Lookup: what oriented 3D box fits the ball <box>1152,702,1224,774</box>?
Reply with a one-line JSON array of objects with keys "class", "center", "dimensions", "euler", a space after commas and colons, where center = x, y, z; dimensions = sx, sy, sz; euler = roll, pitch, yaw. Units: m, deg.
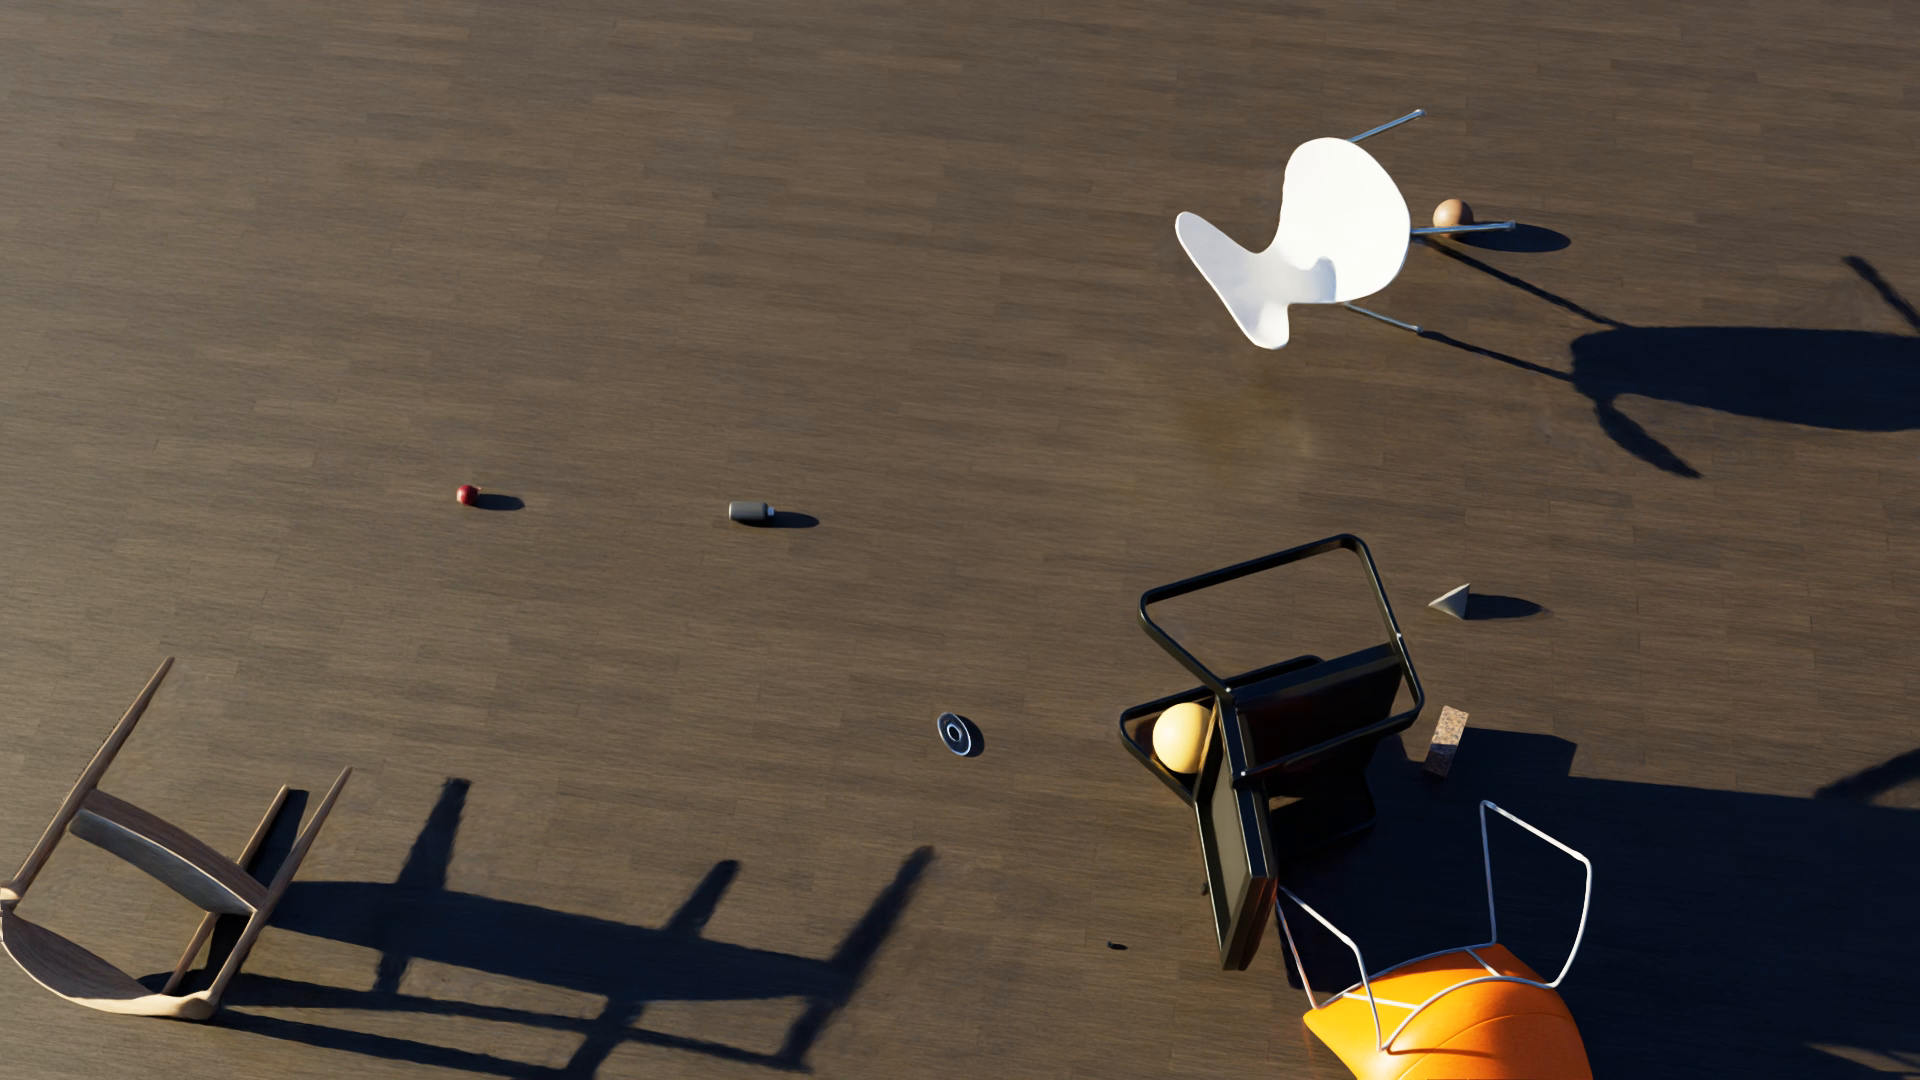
[{"class": "ball", "center": [0.633, 0.549, 6.087], "dimensions": [0.197, 0.197, 0.197], "euler": [0, 56, 0]}]

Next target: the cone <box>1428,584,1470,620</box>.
[{"class": "cone", "center": [1.448, 0.197, 6.417], "dimensions": [0.135, 0.085, 0.086], "euler": [-28, 89, 2]}]

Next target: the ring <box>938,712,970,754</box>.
[{"class": "ring", "center": [-0.017, 0.545, 6.197], "dimensions": [0.075, 0.018, 0.148], "euler": [-22, 59, -13]}]

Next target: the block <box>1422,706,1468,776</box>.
[{"class": "block", "center": [1.353, 0.561, 6.132], "dimensions": [0.069, 0.109, 0.154], "euler": [20, 58, 13]}]
